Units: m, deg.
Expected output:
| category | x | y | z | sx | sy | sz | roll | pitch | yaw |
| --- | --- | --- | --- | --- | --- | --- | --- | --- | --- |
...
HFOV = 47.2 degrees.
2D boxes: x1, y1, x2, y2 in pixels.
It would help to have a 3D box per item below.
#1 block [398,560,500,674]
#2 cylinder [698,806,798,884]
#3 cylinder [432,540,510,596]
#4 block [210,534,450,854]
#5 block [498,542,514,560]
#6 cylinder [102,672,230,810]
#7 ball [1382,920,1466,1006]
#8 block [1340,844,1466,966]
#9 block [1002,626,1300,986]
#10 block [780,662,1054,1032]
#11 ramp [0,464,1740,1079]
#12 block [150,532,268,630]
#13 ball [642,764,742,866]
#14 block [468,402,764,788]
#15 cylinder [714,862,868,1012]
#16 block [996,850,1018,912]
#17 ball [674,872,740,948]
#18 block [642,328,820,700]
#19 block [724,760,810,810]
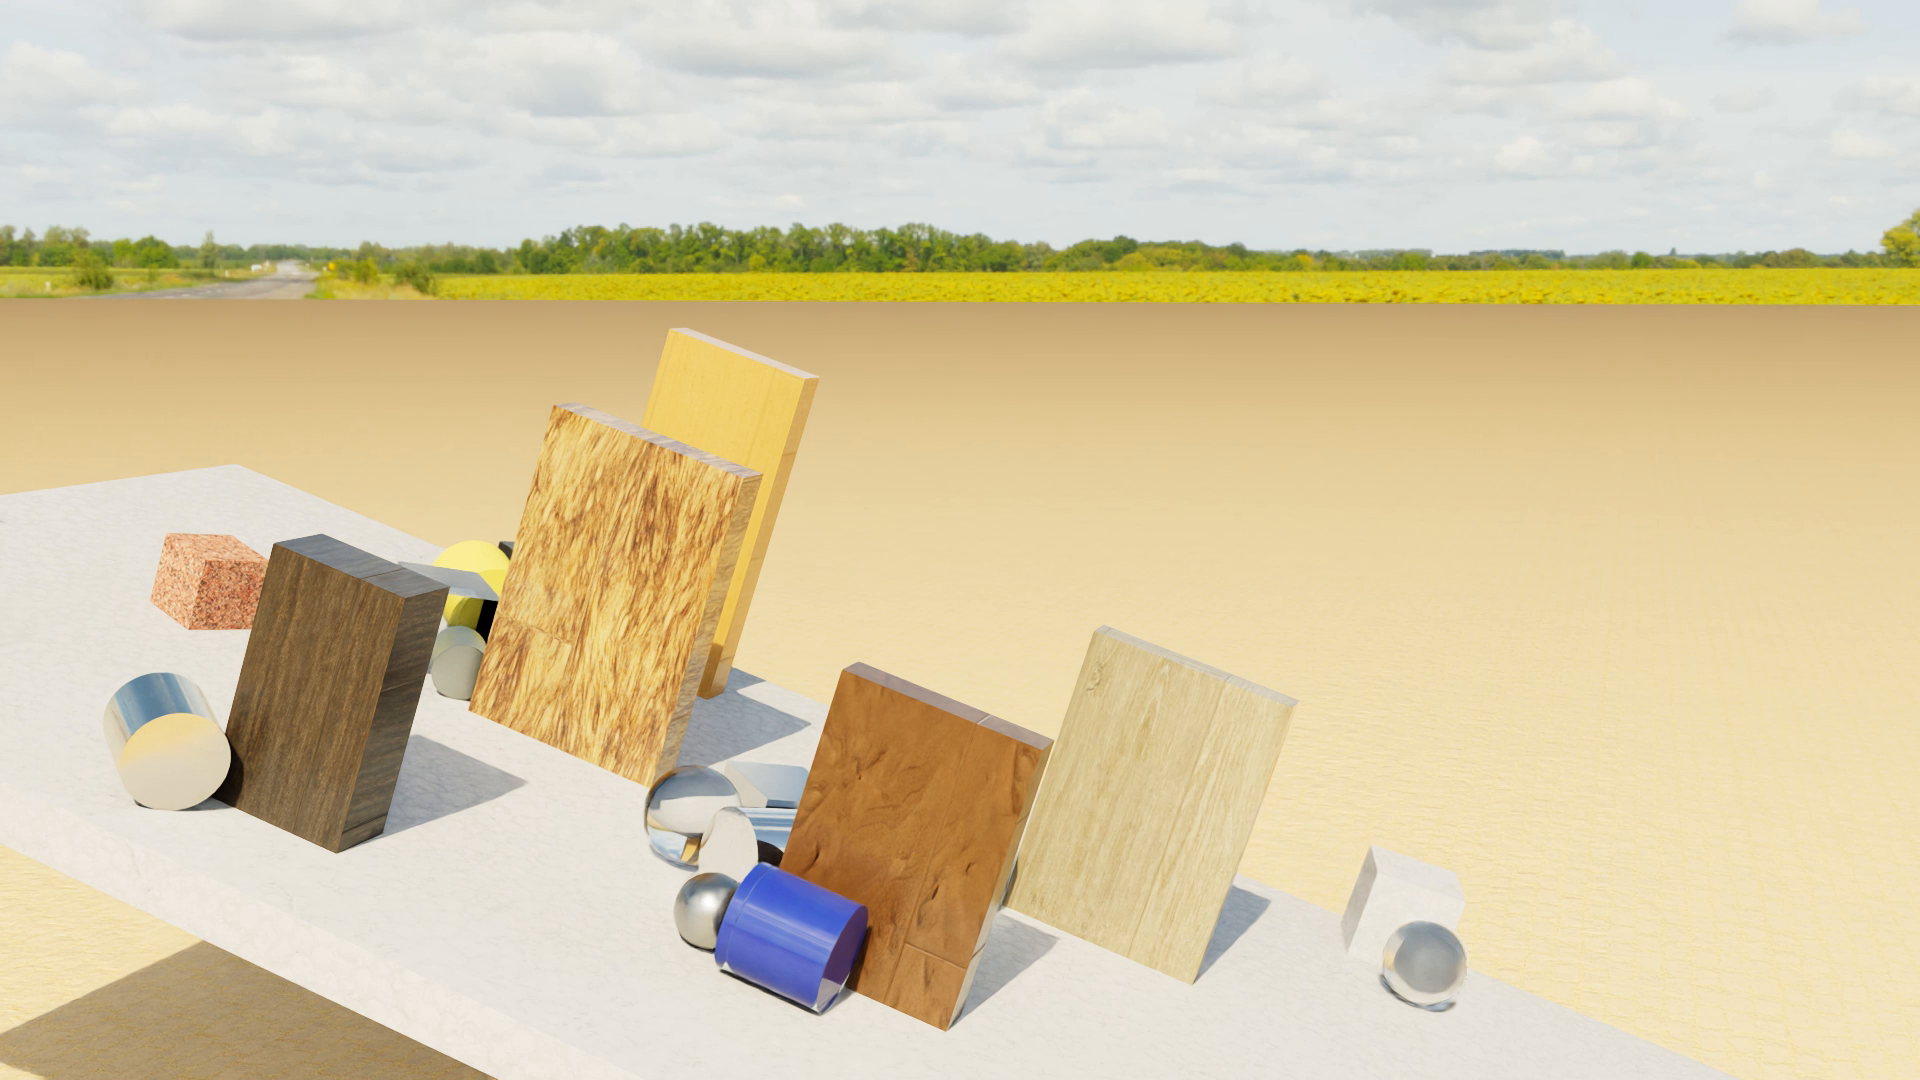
| category | x | y | z | sx | sy | sz | roll | pitch | yaw |
| --- | --- | --- | --- | --- | --- | --- | --- | --- | --- |
| block | -1.101 | 0.170 | 4.656 | 0.179 | 0.179 | 0.179 | 10 | 14 | -33 |
| cylinder | -0.336 | 0.574 | 3.929 | 0.189 | 0.189 | 0.189 | 8 | 0 | -39 |
| cylinder | -1.064 | 0.124 | 4.884 | 0.194 | 0.194 | 0.194 | -3 | 20 | -26 |
| block | -1.054 | 0.253 | 3.674 | 0.255 | 0.456 | 0.140 | 21 | 12 | 14 |
| block | -0.963 | 0.121 | 5.080 | 0.179 | 0.179 | 0.179 | 27 | 15 | 38 |
| cylinder | -1.311 | 0.331 | 3.632 | 0.173 | 0.173 | 0.173 | -4 | 21 | -29 |
| ball | 0.955 | 0.870 | 4.528 | 0.172 | 0.172 | 0.172 | 0 | 7 | 0 |
| block | 0.956 | 0.807 | 4.757 | 0.194 | 0.194 | 0.194 | 18 | 12 | 2 |
| block | 0.364 | 0.513 | 4.269 | 0.405 | 0.585 | 0.081 | 21 | 12 | 14 |
| block | -0.098 | 0.517 | 3.726 | 0.365 | 0.520 | 0.082 | 21 | 12 | 14 |
| ramp | -0.351 | 0.659 | 4.222 | 4.000 | 0.100 | 2.000 | 21 | 12 | 14 |
| block | -1.529 | 0.085 | 4.483 | 0.150 | 0.150 | 0.150 | 27 | 15 | 36 |
| ball | -0.490 | 0.504 | 4.029 | 0.184 | 0.184 | 0.184 | 0 | 7 | 0 |
| block | -0.690 | 0.108 | 4.382 | 0.422 | 0.655 | 0.101 | 21 | 12 | 14 |
| cylinder | -0.278 | 0.656 | 3.640 | 0.188 | 0.188 | 0.188 | 21 | 12 | 14 |
| block | 0.044 | 0.647 | 4.340 | 0.112 | 0.112 | 0.112 | 18 | 12 | 1 |
| ball | -0.420 | 0.626 | 3.715 | 0.128 | 0.128 | 0.128 | 0 | 7 | 0 |
| block | -0.598 | -0.060 | 4.998 | 0.340 | 0.771 | 0.092 | 21 | 12 | 14 |
| block | -0.351 | 0.533 | 4.135 | 0.170 | 0.170 | 0.170 | 9 | 15 | -36 |
